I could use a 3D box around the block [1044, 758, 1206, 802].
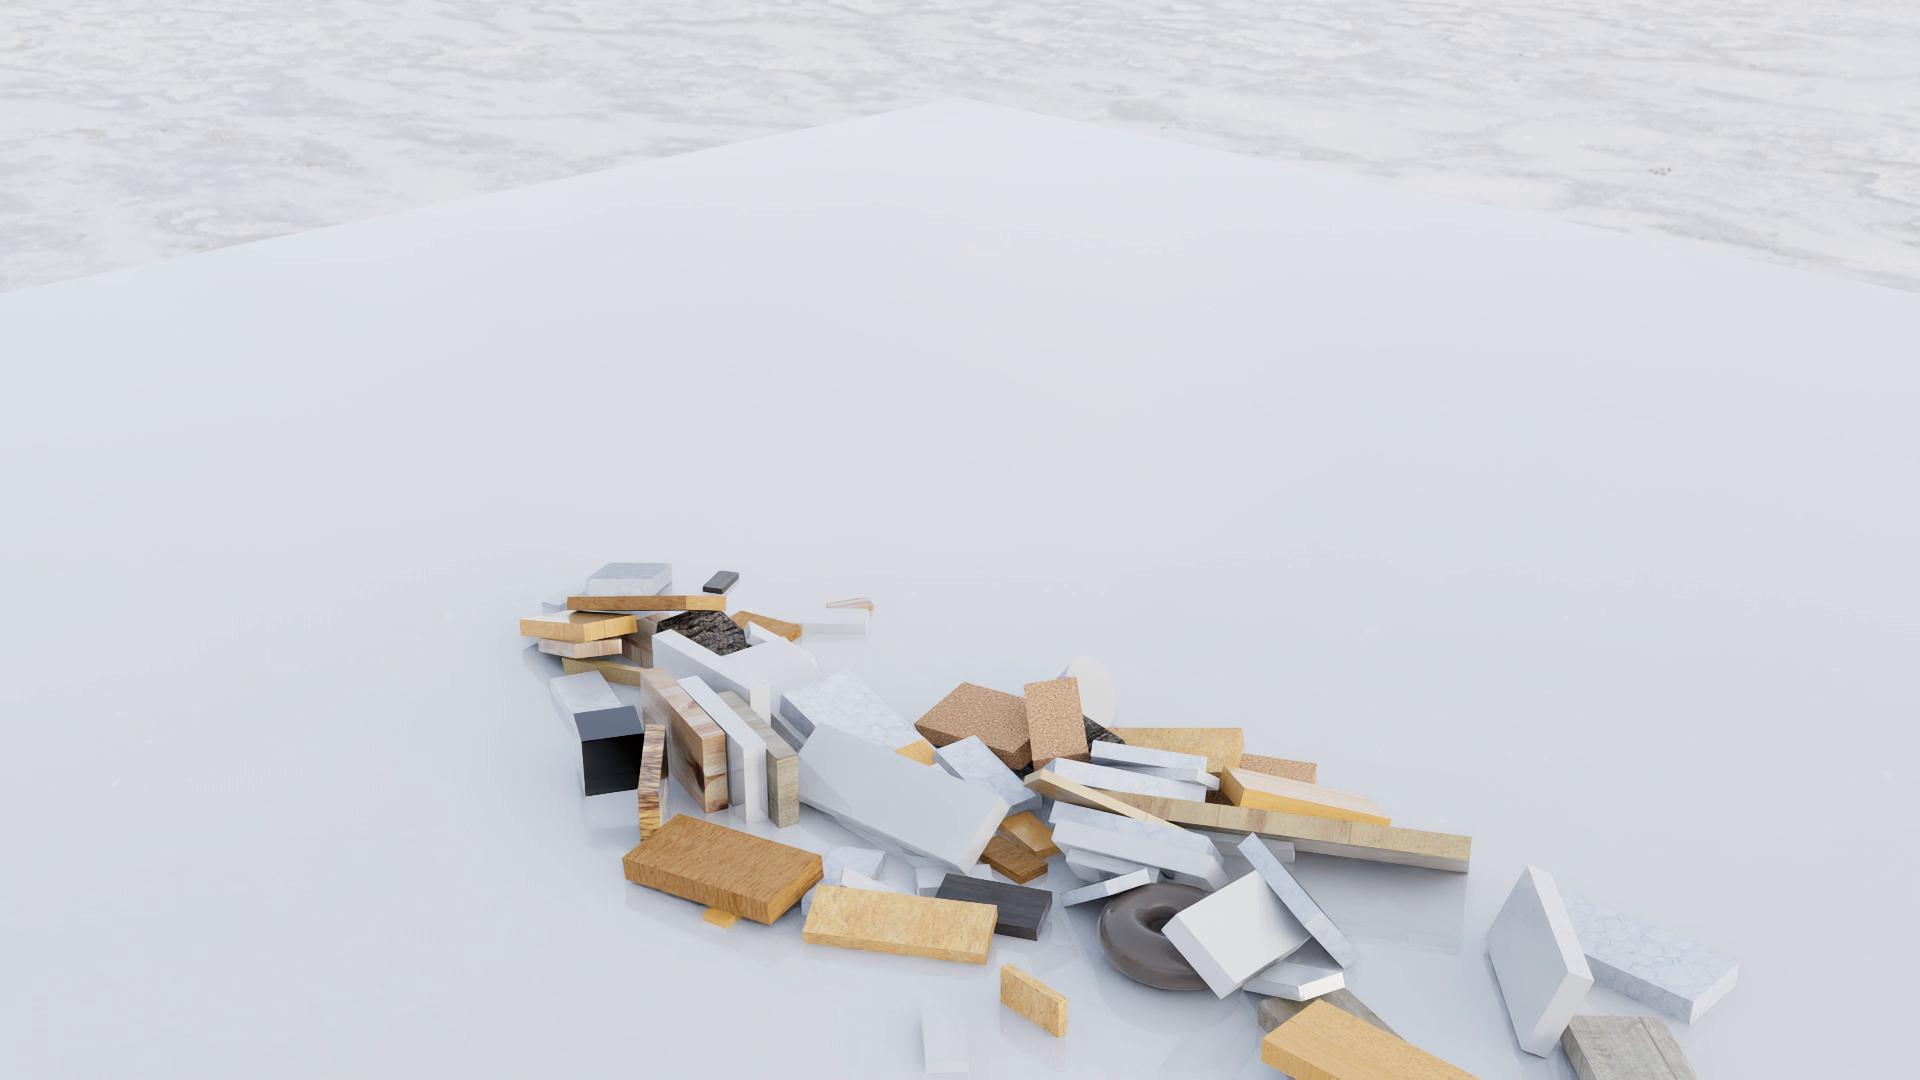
[{"bbox_3d":[0.320,0.491,4.354,0.303,0.043,0.152,12,-16,-6],"label":"block"}]

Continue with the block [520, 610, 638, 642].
[{"bbox_3d":[-0.890,0.199,5.118,0.141,0.040,0.283,-10,7,-41],"label":"block"}]

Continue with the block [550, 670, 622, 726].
[{"bbox_3d":[-0.825,0.357,4.878,0.112,0.032,0.223,-10,25,-22],"label":"block"}]

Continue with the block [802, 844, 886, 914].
[{"bbox_3d":[-0.220,0.652,4.188,0.103,0.029,0.207,6,24,13],"label":"block"}]

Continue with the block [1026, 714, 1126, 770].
[{"bbox_3d":[0.211,0.424,4.579,0.152,0.043,0.303,-31,26,-17],"label":"block"}]

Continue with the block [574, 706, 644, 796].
[{"bbox_3d":[-0.726,0.437,4.567,0.128,0.128,0.128,-7,24,-15],"label":"block"}]

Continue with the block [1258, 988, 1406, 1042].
[{"bbox_3d":[0.686,0.880,3.631,0.157,0.044,0.457,-11,25,-24],"label":"block"}]

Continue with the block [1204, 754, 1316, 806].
[{"bbox_3d":[0.570,0.495,4.539,0.307,0.043,0.153,7,24,16],"label":"block"}]

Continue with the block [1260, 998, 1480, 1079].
[{"bbox_3d":[0.663,0.859,3.566,0.314,0.044,0.157,21,31,40],"label":"block"}]

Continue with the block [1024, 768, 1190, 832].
[{"bbox_3d":[0.283,0.516,4.218,0.334,0.020,0.072,25,-26,-17],"label":"block"}]

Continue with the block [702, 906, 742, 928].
[{"bbox_3d":[-0.427,0.688,4.119,0.054,0.015,0.108,13,26,28],"label":"block"}]

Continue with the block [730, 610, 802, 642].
[{"bbox_3d":[-0.474,0.213,5.228,0.175,0.025,0.088,13,26,27],"label":"block"}]

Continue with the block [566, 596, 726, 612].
[{"bbox_3d":[-0.730,0.147,5.091,0.112,0.032,0.469,3,-4,-44],"label":"block"}]

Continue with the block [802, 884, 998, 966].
[{"bbox_3d":[-0.109,0.702,4.021,0.339,0.032,0.113,5,42,11],"label":"block"}]

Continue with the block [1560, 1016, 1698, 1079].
[{"bbox_3d":[1.110,0.906,3.513,0.168,0.048,0.471,2,19,-2],"label":"block"}]

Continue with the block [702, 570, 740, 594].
[{"bbox_3d":[-0.597,0.105,5.494,0.053,0.015,0.105,7,24,16],"label":"block"}]

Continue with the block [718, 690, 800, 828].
[{"bbox_3d":[-0.419,0.446,4.506,0.045,0.159,0.318,-12,26,-27],"label":"block"}]

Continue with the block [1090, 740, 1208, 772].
[{"bbox_3d":[0.375,0.441,4.372,0.226,0.032,0.113,8,-16,7],"label":"block"}]

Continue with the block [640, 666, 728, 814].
[{"bbox_3d":[-0.575,0.412,4.569,0.049,0.173,0.346,-12,26,-26],"label":"block"}]

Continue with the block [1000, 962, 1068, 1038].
[{"bbox_3d":[0.127,0.794,3.796,0.020,0.072,0.144,-20,30,-38],"label":"block"}]

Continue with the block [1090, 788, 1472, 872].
[{"bbox_3d":[0.591,0.560,4.271,0.782,0.043,0.153,6,-16,14],"label":"block"}]

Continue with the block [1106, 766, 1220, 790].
[{"bbox_3d":[0.388,0.473,4.372,0.246,0.024,0.084,-3,-20,37],"label":"block"}]

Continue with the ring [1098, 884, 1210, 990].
[{"bbox_3d":[0.385,0.712,3.964,0.276,0.092,0.276,4,22,-1],"label":"ring"}]

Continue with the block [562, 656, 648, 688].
[{"bbox_3d":[-0.758,0.305,4.978,0.309,0.048,0.014,8,39,19],"label":"block"}]

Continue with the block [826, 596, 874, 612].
[{"bbox_3d":[-0.268,0.163,5.358,0.105,0.015,0.053,-9,25,-20],"label":"block"}]

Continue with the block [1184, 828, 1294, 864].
[{"bbox_3d":[0.496,0.590,4.295,0.312,0.059,0.017,6,58,14],"label":"block"}]

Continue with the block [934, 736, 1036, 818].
[{"bbox_3d":[0.050,0.483,4.464,0.104,0.029,0.207,-17,44,-35],"label":"block"}]

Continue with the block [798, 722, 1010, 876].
[{"bbox_3d":[-0.138,0.508,4.366,0.507,0.045,0.159,17,66,41],"label":"block"}]

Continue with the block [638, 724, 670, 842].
[{"bbox_3d":[-0.613,0.498,4.407,0.040,0.141,0.283,-2,23,-4],"label":"block"}]

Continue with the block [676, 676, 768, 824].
[{"bbox_3d":[-0.492,0.429,4.530,0.049,0.173,0.346,-12,26,-27],"label":"block"}]

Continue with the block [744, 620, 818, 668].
[{"bbox_3d":[-0.408,0.248,5.018,0.175,0.025,0.088,28,10,-16],"label":"block"}]

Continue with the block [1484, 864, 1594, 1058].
[{"bbox_3d":[1.003,0.728,3.823,0.048,0.168,0.337,21,22,-7],"label":"block"}]
